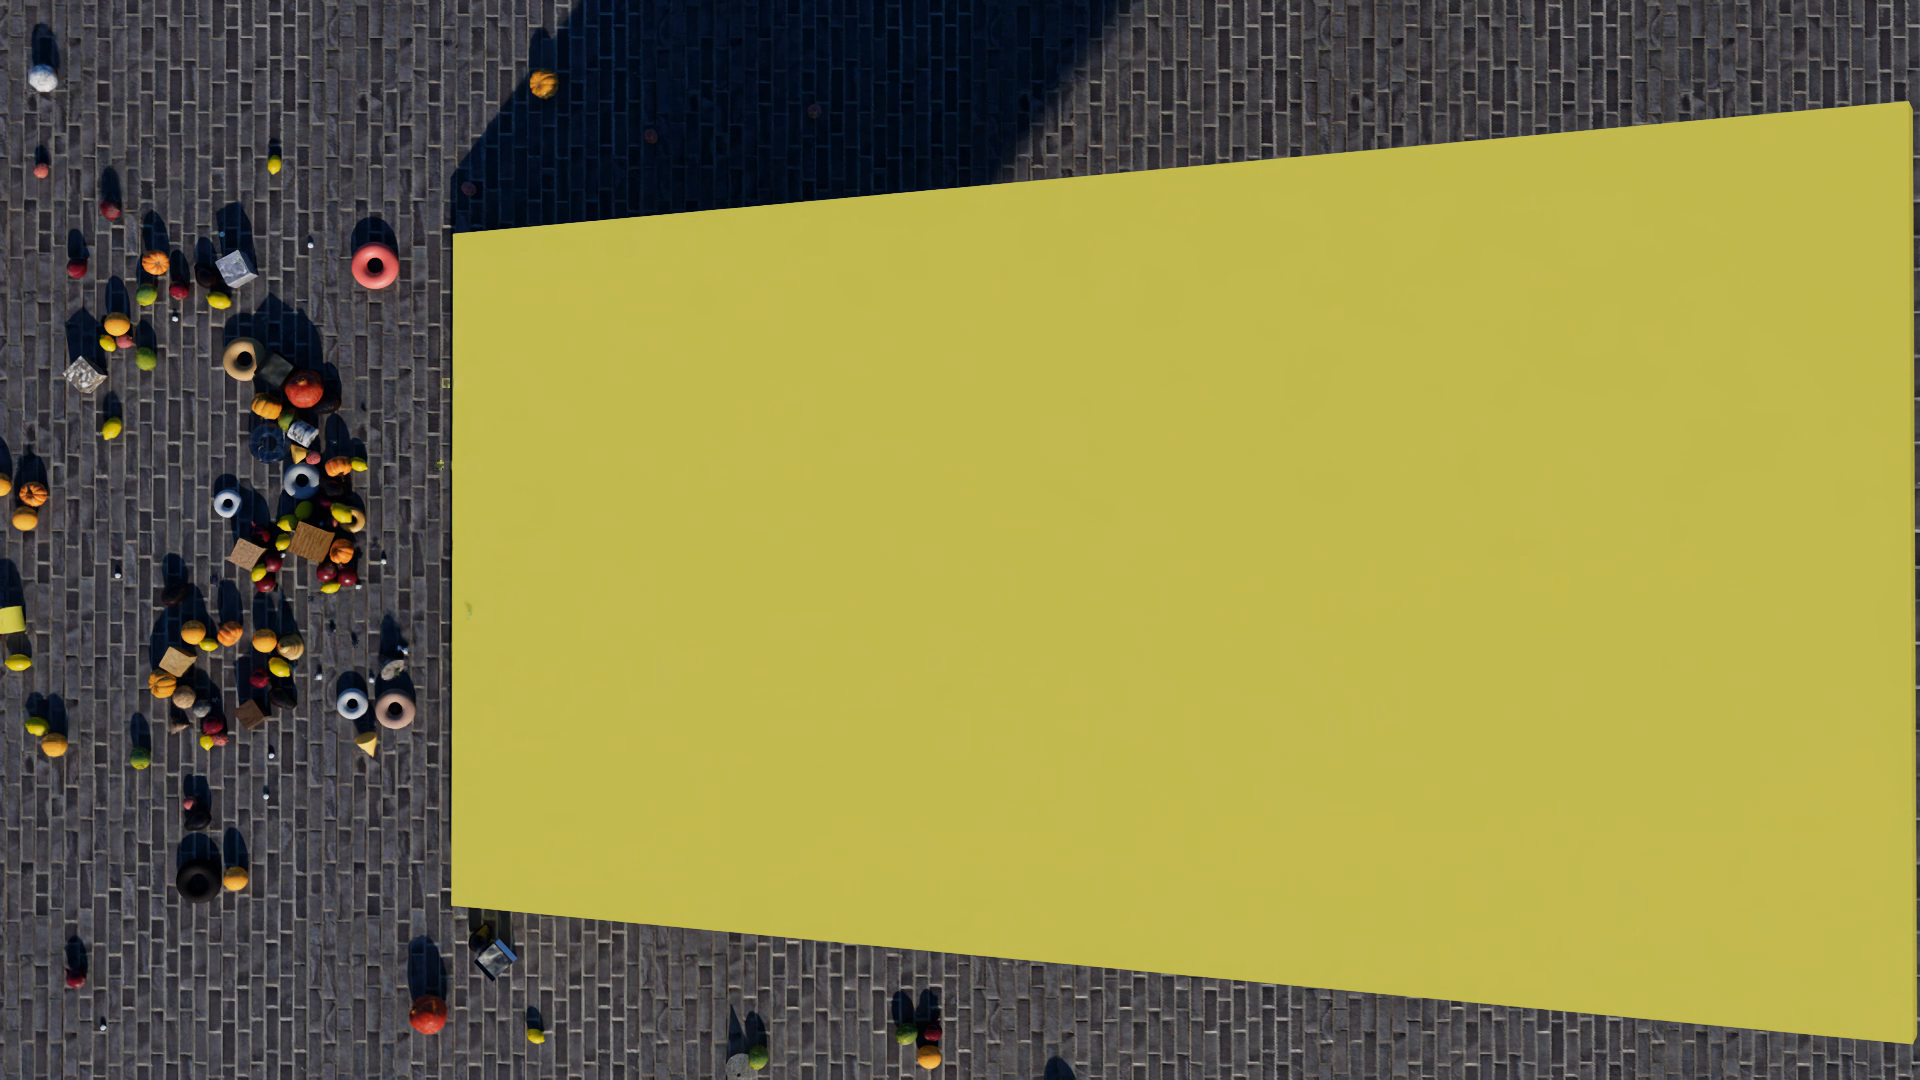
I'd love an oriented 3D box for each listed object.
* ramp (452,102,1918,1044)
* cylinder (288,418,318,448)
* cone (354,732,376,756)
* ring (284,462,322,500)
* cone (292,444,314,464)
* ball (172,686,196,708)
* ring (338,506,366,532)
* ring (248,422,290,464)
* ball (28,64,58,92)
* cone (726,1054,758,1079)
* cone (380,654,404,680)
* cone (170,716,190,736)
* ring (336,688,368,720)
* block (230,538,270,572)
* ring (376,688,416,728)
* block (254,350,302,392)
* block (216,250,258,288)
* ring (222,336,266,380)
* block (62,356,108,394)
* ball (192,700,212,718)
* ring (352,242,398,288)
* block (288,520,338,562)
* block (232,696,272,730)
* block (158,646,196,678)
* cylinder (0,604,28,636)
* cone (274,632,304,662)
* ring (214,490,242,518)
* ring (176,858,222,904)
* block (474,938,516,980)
[{"bbox_3d":[0.276,0.077,5.650,4.000,0.100,2.000,0,89,28],"label":"ramp"},{"bbox_3d":[-1.974,-0.321,6.608,0.065,0.065,0.065,30,89,0],"label":"cylinder"},{"bbox_3d":[-1.777,0.624,6.615,0.070,0.070,0.070,-13,116,0],"label":"cone"},{"bbox_3d":[-1.980,-0.179,6.620,0.115,0.038,0.115,0,88,0],"label":"ring"},{"bbox_3d":[-1.976,-0.262,6.625,0.063,0.063,0.063,-10,89,-27],"label":"cone"},{"bbox_3d":[-2.326,0.470,6.597,0.069,0.069,0.069,0,89,0],"label":"ball"},{"bbox_3d":[-1.832,-0.063,6.624,0.081,0.027,0.081,0,90,-1],"label":"ring"},{"bbox_3d":[-2.078,-0.291,6.619,0.126,0.042,0.126,0,91,-1],"label":"ring"},{"bbox_3d":[-2.755,-1.388,6.610,0.082,0.082,0.082,0,89,0],"label":"ball"},{"bbox_3d":[-0.658,1.593,6.572,0.097,0.097,0.097,0,89,0],"label":"cone"},{"bbox_3d":[-1.726,0.364,6.615,0.079,0.079,0.079,-45,63,0],"label":"cone"},{"bbox_3d":[-2.345,0.556,6.618,0.058,0.058,0.058,-1,89,-27],"label":"cone"},{"bbox_3d":[-1.827,0.492,6.616,0.094,0.031,0.094,0,89,-1],"label":"ring"},{"bbox_3d":[-2.132,0.044,6.598,0.076,0.076,0.076,26,89,0],"label":"block"},{"bbox_3d":[-1.697,0.507,6.612,0.122,0.041,0.122,0,90,-1],"label":"ring"},{"bbox_3d":[-2.047,-0.507,6.598,0.087,0.087,0.087,36,90,0],"label":"block"},{"bbox_3d":[-2.172,-0.814,6.606,0.078,0.078,0.078,-28,89,0],"label":"block"},{"bbox_3d":[-2.153,-0.546,6.621,0.134,0.045,0.134,0,90,-1],"label":"ring"},{"bbox_3d":[-2.627,-0.496,6.604,0.076,0.076,0.076,-44,90,0],"label":"block"},{"bbox_3d":[-2.275,0.506,6.604,0.056,0.056,0.056,0,89,0],"label":"ball"},{"bbox_3d":[-1.761,-0.827,6.622,0.143,0.048,0.143,0,90,-1],"label":"ring"},{"bbox_3d":[-1.938,0.005,6.589,0.096,0.096,0.096,21,89,0],"label":"block"},{"bbox_3d":[-2.123,0.520,6.597,0.069,0.069,0.069,-35,90,0],"label":"block"},{"bbox_3d":[-2.347,0.364,6.599,0.068,0.068,0.068,30,89,0],"label":"block"},{"bbox_3d":[-2.849,0.240,6.598,0.073,0.073,0.073,-17,101,0],"label":"cylinder"},{"bbox_3d":[-2.022,0.320,6.588,0.090,0.090,0.090,0,89,0],"label":"cone"},{"bbox_3d":[-2.204,-0.111,6.624,0.086,0.029,0.086,0,91,0],"label":"ring"},{"bbox_3d":[-2.285,1.024,6.604,0.136,0.045,0.136,0,90,-1],"label":"ring"},{"bbox_3d":[-1.390,1.257,6.583,0.081,0.081,0.081,-43,90,0],"label":"block"}]
